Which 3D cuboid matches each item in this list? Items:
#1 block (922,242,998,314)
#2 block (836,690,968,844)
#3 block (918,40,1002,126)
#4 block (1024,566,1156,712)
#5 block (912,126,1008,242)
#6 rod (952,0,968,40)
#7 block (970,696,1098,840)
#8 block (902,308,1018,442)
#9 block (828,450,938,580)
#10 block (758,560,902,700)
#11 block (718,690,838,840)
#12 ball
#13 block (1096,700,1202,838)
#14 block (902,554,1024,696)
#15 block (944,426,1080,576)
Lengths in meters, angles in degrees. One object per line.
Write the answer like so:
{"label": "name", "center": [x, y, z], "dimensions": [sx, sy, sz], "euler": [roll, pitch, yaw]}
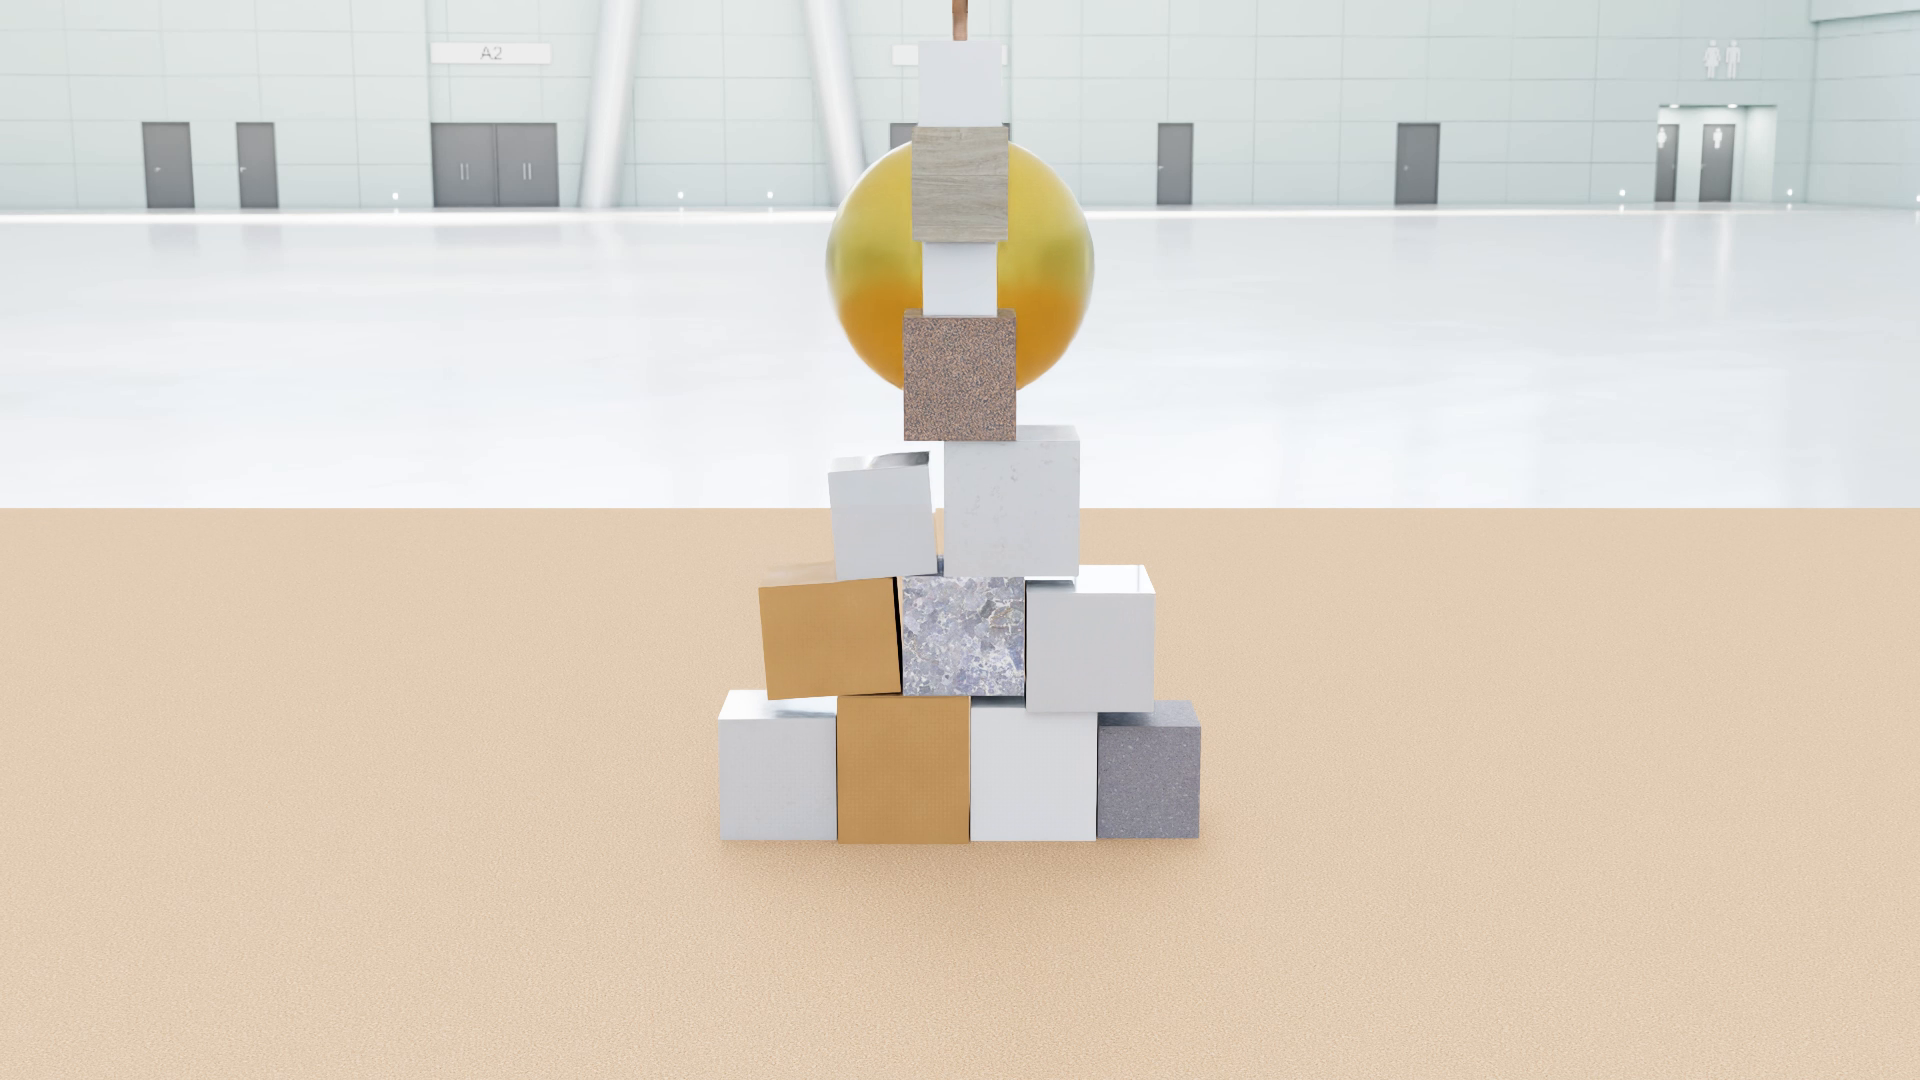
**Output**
{"label": "block", "center": [0.000, -1.316, 10.952], "dimensions": [0.363, 0.363, 0.331], "euler": [0, 10, 0]}
{"label": "block", "center": [-0.286, 1.104, 11.376], "dimensions": [0.661, 0.757, 0.676], "euler": [0, 10, 0]}
{"label": "block", "center": [0.000, -2.229, 10.773], "dimensions": [0.403, 0.406, 0.386], "euler": [0, 10, 0]}
{"label": "block", "center": [0.648, 0.495, 11.271], "dimensions": [0.635, 0.605, 0.722], "euler": [0, 10, 0]}
{"label": "block", "center": [0.000, -1.758, 10.845], "dimensions": [0.464, 0.546, 0.474], "euler": [0, 10, 0]}
{"label": "rod", "center": [0.000, -4.531, 11.270], "dimensions": [0.080, 5.200, 0.080], "euler": [0, 31, 0]}
{"label": "block", "center": [0.372, 1.134, 11.389], "dimensions": [0.635, 0.694, 0.587], "euler": [0, 10, 0]}
{"label": "block", "center": [0.000, -0.837, 11.025], "dimensions": [0.554, 0.606, 0.616], "euler": [0, 10, 0]}
{"label": "block", "center": [-0.383, -0.128, 11.142], "dimensions": [0.502, 0.549, 0.481], "euler": [-4, 11, 1]}
{"label": "block", "center": [-0.651, 0.447, 11.265], "dimensions": [0.669, 0.580, 0.577], "euler": [-4, 10, 1]}
{"label": "block", "center": [-0.922, 1.160, 11.407], "dimensions": [0.592, 0.636, 0.586], "euler": [0, 10, 0]}
{"label": "ball", "center": [0.000, -1.602, 12.997], "dimensions": [1.600, 1.600, 1.600], "euler": [0, 10, 0]}
{"label": "block", "center": [0.959, 1.183, 11.411], "dimensions": [0.518, 0.589, 0.529], "euler": [0, 10, 0]}
{"label": "block", "center": [0.017, 0.429, 11.277], "dimensions": [0.607, 0.608, 0.594], "euler": [0, 10, 0]}
{"label": "block", "center": [0.256, -0.206, 11.157], "dimensions": [0.671, 0.684, 0.587], "euler": [0, 10, 0]}
